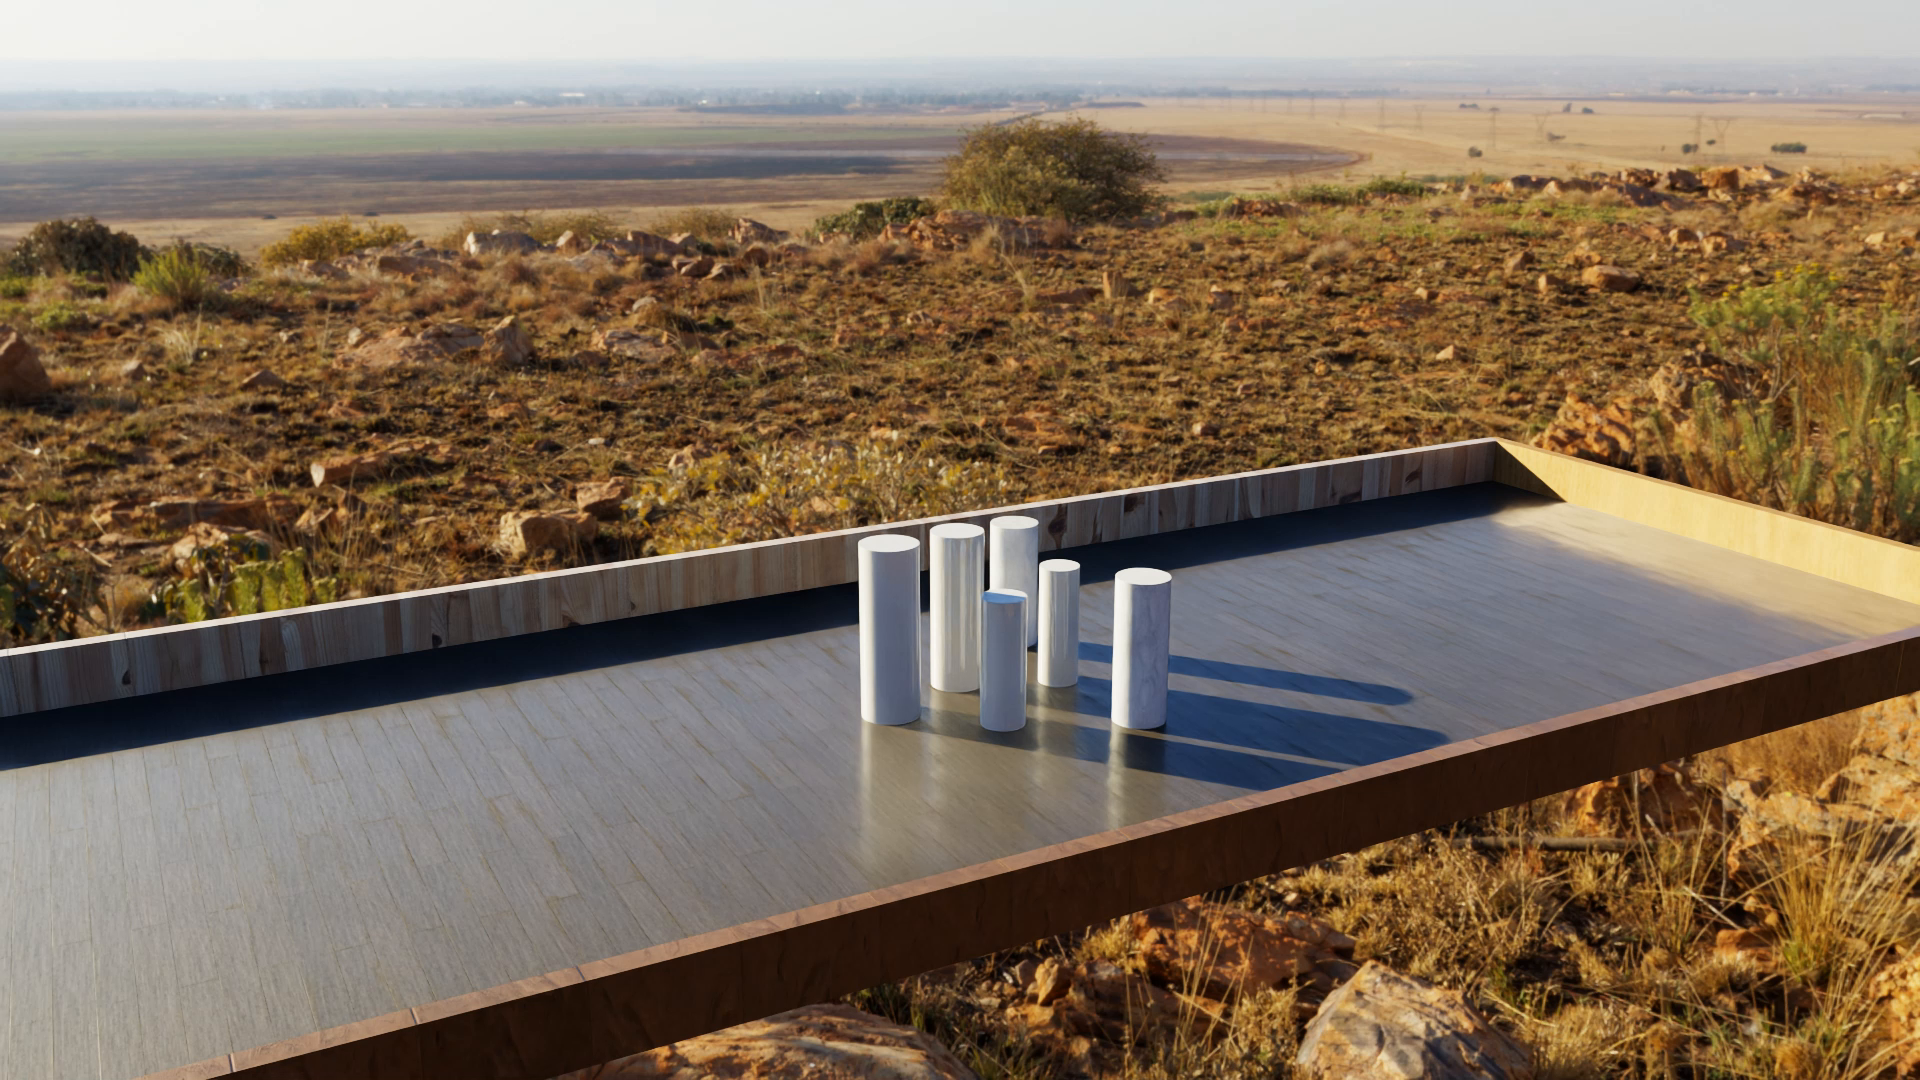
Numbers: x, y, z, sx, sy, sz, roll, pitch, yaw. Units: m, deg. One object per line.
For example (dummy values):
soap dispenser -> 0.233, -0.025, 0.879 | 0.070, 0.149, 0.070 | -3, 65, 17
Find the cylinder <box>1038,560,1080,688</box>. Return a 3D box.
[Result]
cylinder -> 0.246, 0.207, 4.113 | 0.100, 0.302, 0.100 | 0, 16, 0

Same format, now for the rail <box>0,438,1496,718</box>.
rail -> -3.305, 0.497, 3.399 | 12.000, 0.150, 0.050 | -9, 18, -27

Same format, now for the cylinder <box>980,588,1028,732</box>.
cylinder -> 0.101, 0.280, 3.846 | 0.109, 0.314, 0.109 | 0, 16, 0

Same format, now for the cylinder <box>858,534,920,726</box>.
cylinder -> -0.164, 0.211, 3.883 | 0.143, 0.425, 0.143 | 0, 16, 0

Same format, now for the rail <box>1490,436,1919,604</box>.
rail -> 2.466, -0.048, 5.253 | 0.050, 0.150, 2.100 | -9, 18, -27

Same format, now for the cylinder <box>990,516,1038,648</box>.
cylinder -> 0.143, 0.112, 4.390 | 0.128, 0.330, 0.128 | 0, 16, 0

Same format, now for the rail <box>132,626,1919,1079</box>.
rail -> -2.336, 1.006, 1.665 | 12.000, 0.150, 0.050 | -9, 18, -27

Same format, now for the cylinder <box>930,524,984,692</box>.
cylinder -> -0.007, 0.167, 4.082 | 0.133, 0.397, 0.133 | 0, 16, 0

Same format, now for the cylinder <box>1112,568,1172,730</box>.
cylinder -> 0.424, 0.254, 3.863 | 0.130, 0.354, 0.130 | 0, 16, 0
